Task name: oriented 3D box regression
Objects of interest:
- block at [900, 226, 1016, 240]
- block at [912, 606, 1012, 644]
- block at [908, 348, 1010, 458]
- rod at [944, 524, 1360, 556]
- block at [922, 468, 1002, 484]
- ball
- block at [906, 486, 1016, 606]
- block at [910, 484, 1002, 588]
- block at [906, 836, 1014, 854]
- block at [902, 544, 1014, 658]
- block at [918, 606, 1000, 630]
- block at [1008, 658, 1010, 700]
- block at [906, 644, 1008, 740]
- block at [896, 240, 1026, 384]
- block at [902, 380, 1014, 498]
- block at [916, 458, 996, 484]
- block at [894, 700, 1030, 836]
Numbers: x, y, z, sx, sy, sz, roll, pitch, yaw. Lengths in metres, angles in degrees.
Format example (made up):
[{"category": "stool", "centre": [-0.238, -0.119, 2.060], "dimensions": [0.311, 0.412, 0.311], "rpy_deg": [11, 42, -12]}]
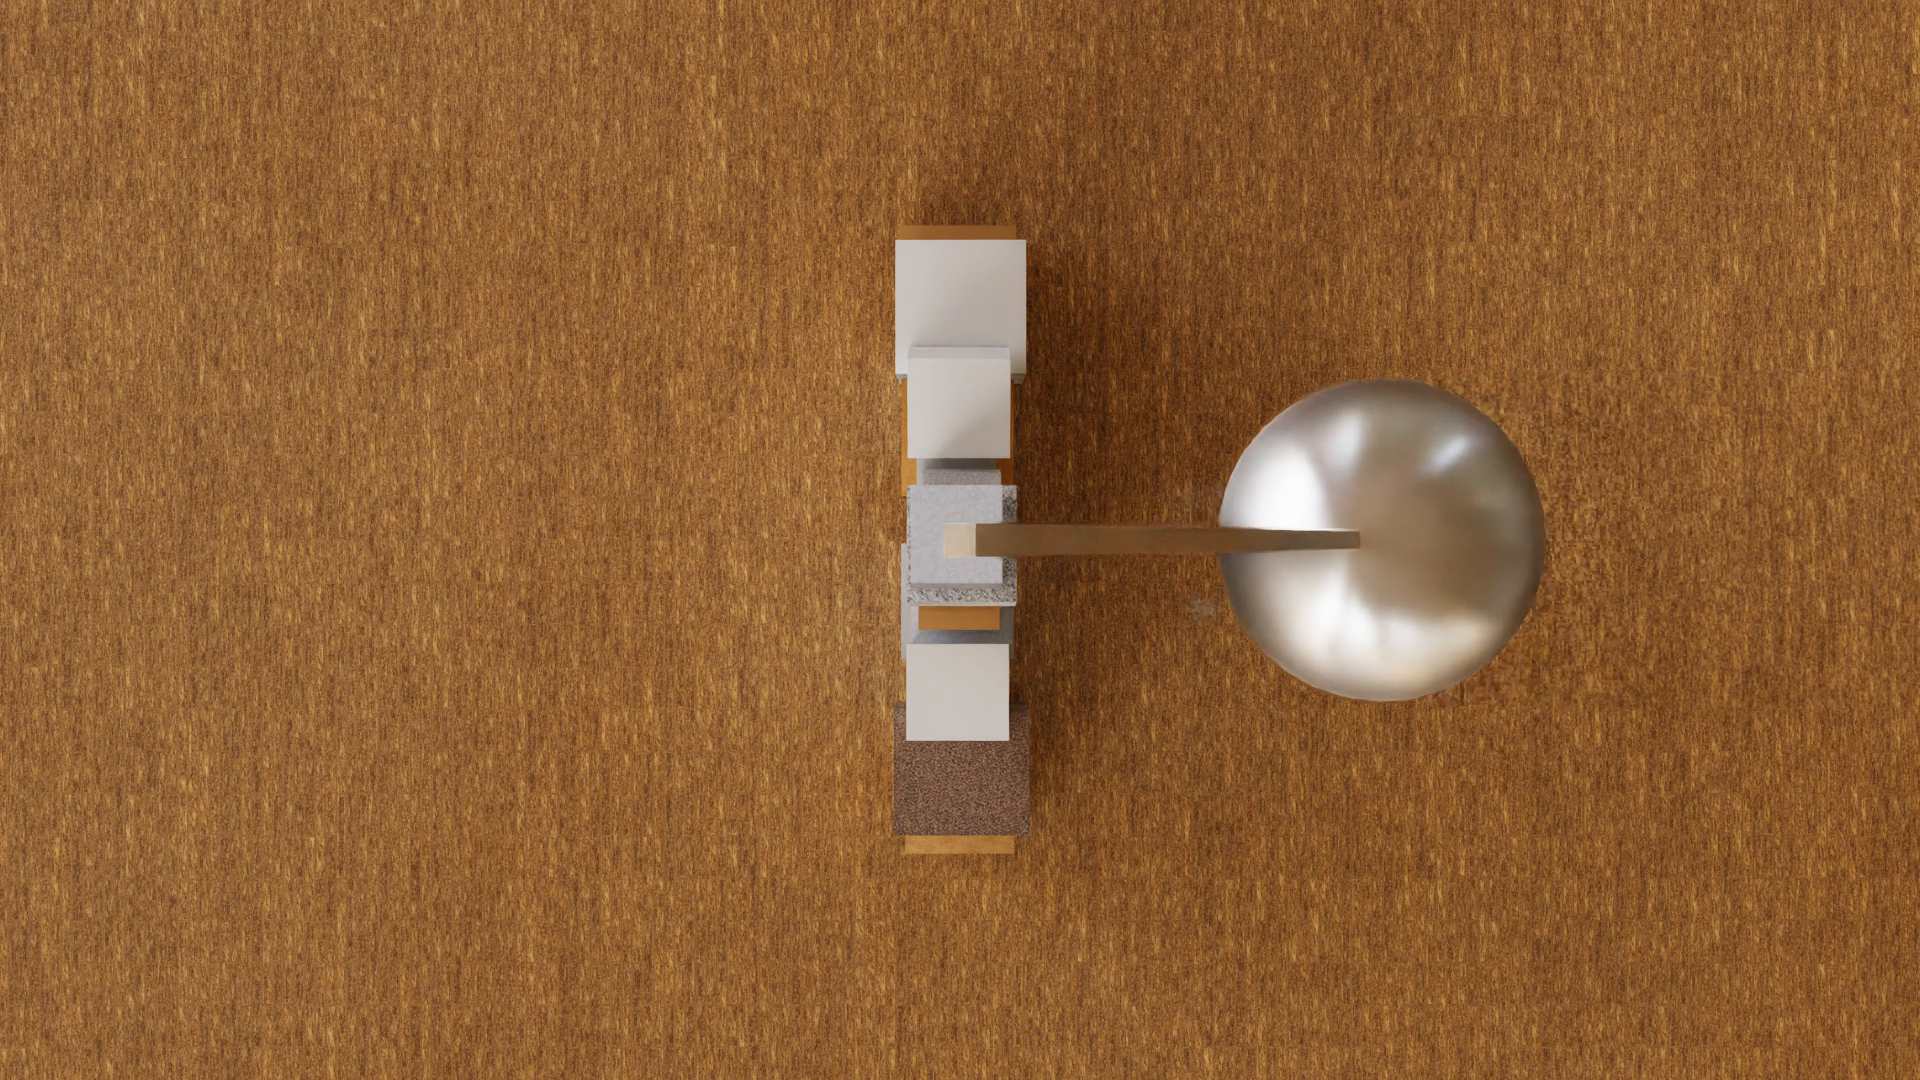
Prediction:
[{"category": "block", "centre": [-0.012, -1.428, 12.651], "dimensions": [0.652, 0.698, 0.663], "rpy_deg": [0, 90, 0]}, {"category": "block", "centre": [0.011, 0.283, 11.700], "dimensions": [0.527, 0.503, 0.505], "rpy_deg": [0, 92, 0]}, {"category": "block", "centre": [-0.005, -0.714, 11.372], "dimensions": [0.522, 0.420, 0.512], "rpy_deg": [0, 103, 0]}, {"category": "rod", "centre": [0.899, 0.000, 7.685], "dimensions": [0.080, 5.200, 0.080], "rpy_deg": [0, 90, 20]}, {"category": "block", "centre": [0.007, -0.152, 11.197], "dimensions": [0.399, 0.338, 0.400], "rpy_deg": [0, 95, 0]}, {"category": "ball", "centre": [2.074, 0.000, 10.875], "dimensions": [1.600, 1.600, 1.600], "rpy_deg": [0, 90, 0]}, {"category": "block", "centre": [0.010, 0.033, 10.771], "dimensions": [0.526, 0.455, 0.560], "rpy_deg": [0, 86, 0]}, {"category": "block", "centre": [-0.014, -0.010, 10.314], "dimensions": [0.420, 0.464, 0.452], "rpy_deg": [0, 86, 0]}, {"category": "block", "centre": [-0.001, 1.452, 12.670], "dimensions": [0.611, 0.661, 0.616], "rpy_deg": [0, 90, 0]}, {"category": "block", "centre": [-0.013, 0.345, 12.720], "dimensions": [0.639, 0.560, 0.652], "rpy_deg": [0, 90, 0]}, {"category": "block", "centre": [-0.004, 0.250, 11.225], "dimensions": [0.405, 0.445, 0.386], "rpy_deg": [0, 92, 0]}, {"category": "block", "centre": [0.017, 0.907, 12.765], "dimensions": [0.531, 0.471, 0.454], "rpy_deg": [0, 90, 0]}, {"category": "block", "centre": [-0.012, 0.790, 11.479], "dimensions": [0.522, 0.529, 0.491], "rpy_deg": [0, 87, 0]}, {"category": "block", "centre": [0.005, -1.225, 11.927], "dimensions": [0.686, 0.751, 0.702], "rpy_deg": [0, 90, 0]}, {"category": "block", "centre": [-0.013, -0.550, 12.121], "dimensions": [0.603, 0.594, 0.629], "rpy_deg": [0, 90, 0]}, {"category": "block", "centre": [-0.019, -0.226, 11.592], "dimensions": [0.408, 0.463, 0.477], "rpy_deg": [0, 95, 0]}, {"category": "block", "centre": [0.009, 1.240, 12.039], "dimensions": [0.726, 0.601, 0.674], "rpy_deg": [0, 90, 0]}]
